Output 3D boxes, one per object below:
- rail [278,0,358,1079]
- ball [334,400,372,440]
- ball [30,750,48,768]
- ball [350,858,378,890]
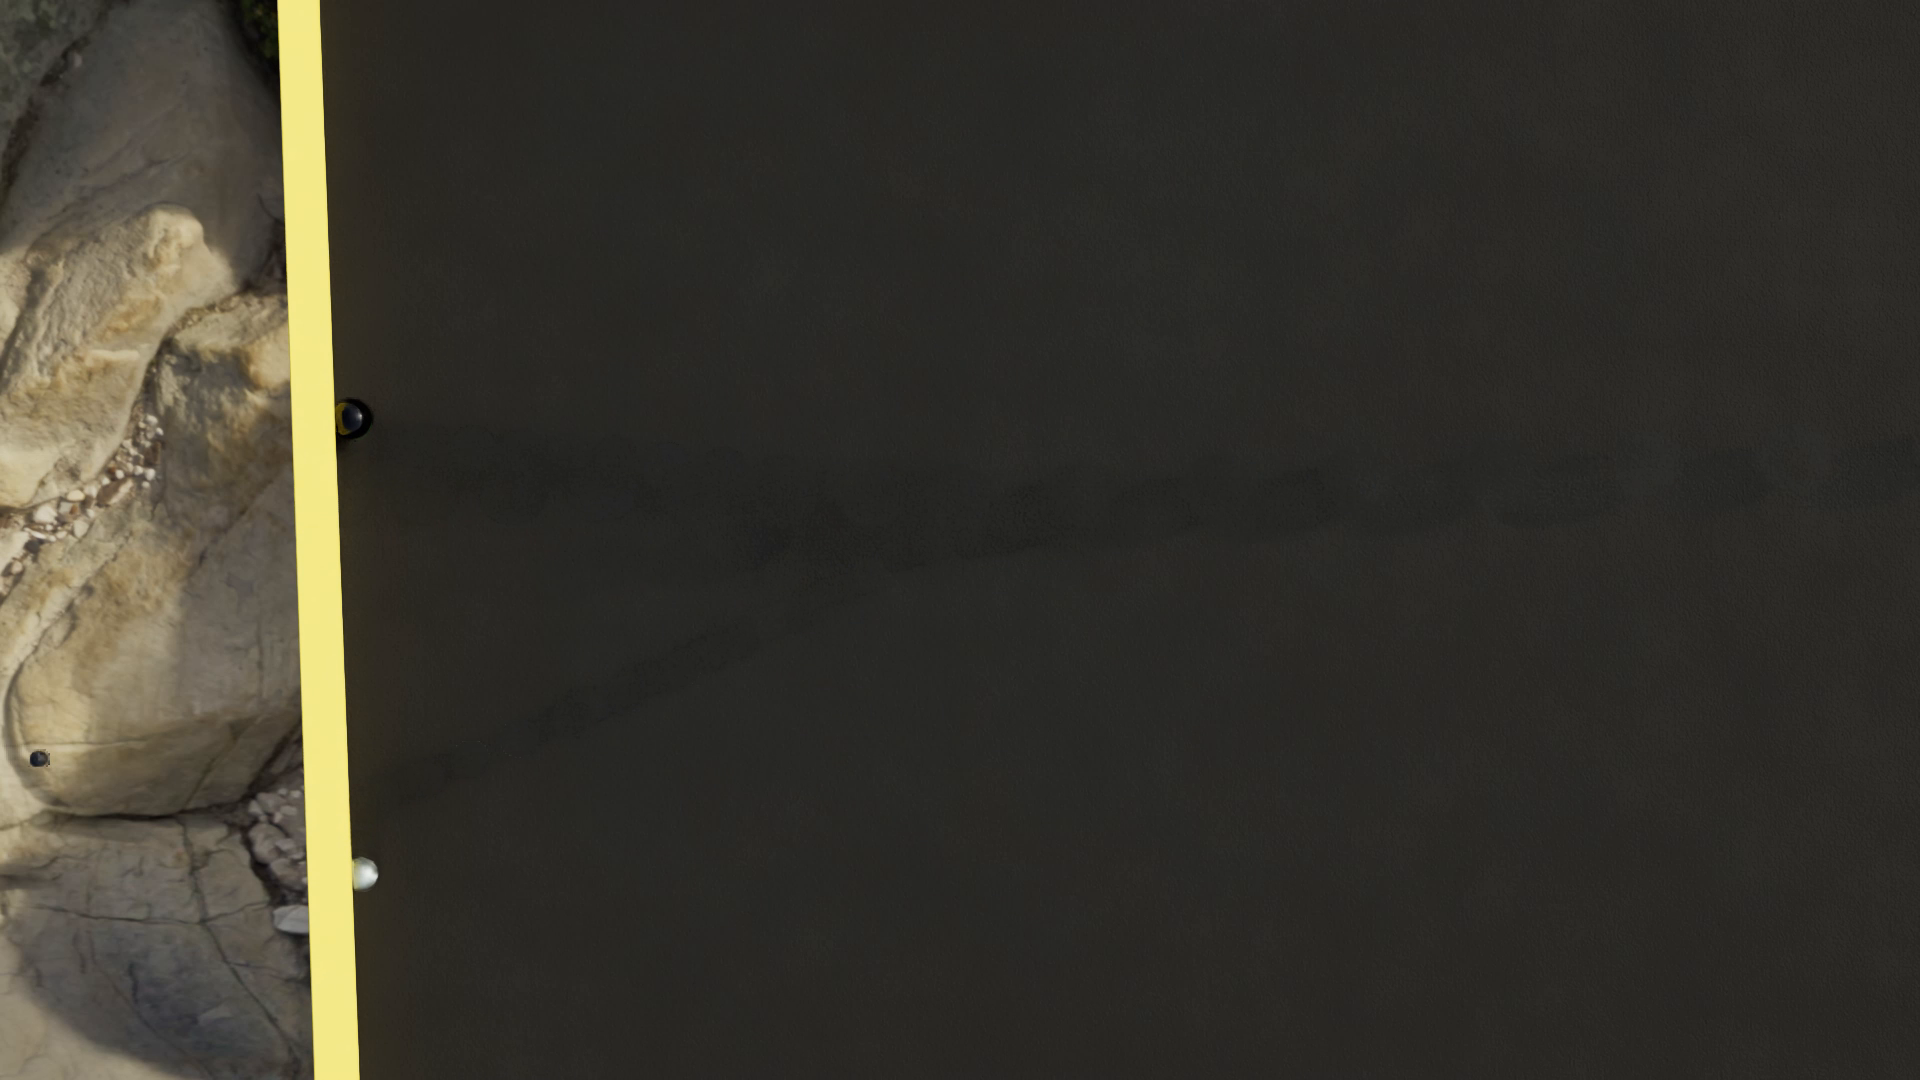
[{"bbox_3d":[-0.933,0.066,3.231,0.045,0.121,2.046,-4,82,-1],"label":"rail"},{"bbox_3d":[-0.913,-0.181,3.298,0.060,0.060,0.060,0,82,0],"label":"ball"},{"bbox_3d":[-5.106,1.214,12.185,0.093,0.093,0.093,0,82,0],"label":"ball"},{"bbox_3d":[-0.874,0.487,3.208,0.048,0.048,0.048,0,82,0],"label":"ball"}]
